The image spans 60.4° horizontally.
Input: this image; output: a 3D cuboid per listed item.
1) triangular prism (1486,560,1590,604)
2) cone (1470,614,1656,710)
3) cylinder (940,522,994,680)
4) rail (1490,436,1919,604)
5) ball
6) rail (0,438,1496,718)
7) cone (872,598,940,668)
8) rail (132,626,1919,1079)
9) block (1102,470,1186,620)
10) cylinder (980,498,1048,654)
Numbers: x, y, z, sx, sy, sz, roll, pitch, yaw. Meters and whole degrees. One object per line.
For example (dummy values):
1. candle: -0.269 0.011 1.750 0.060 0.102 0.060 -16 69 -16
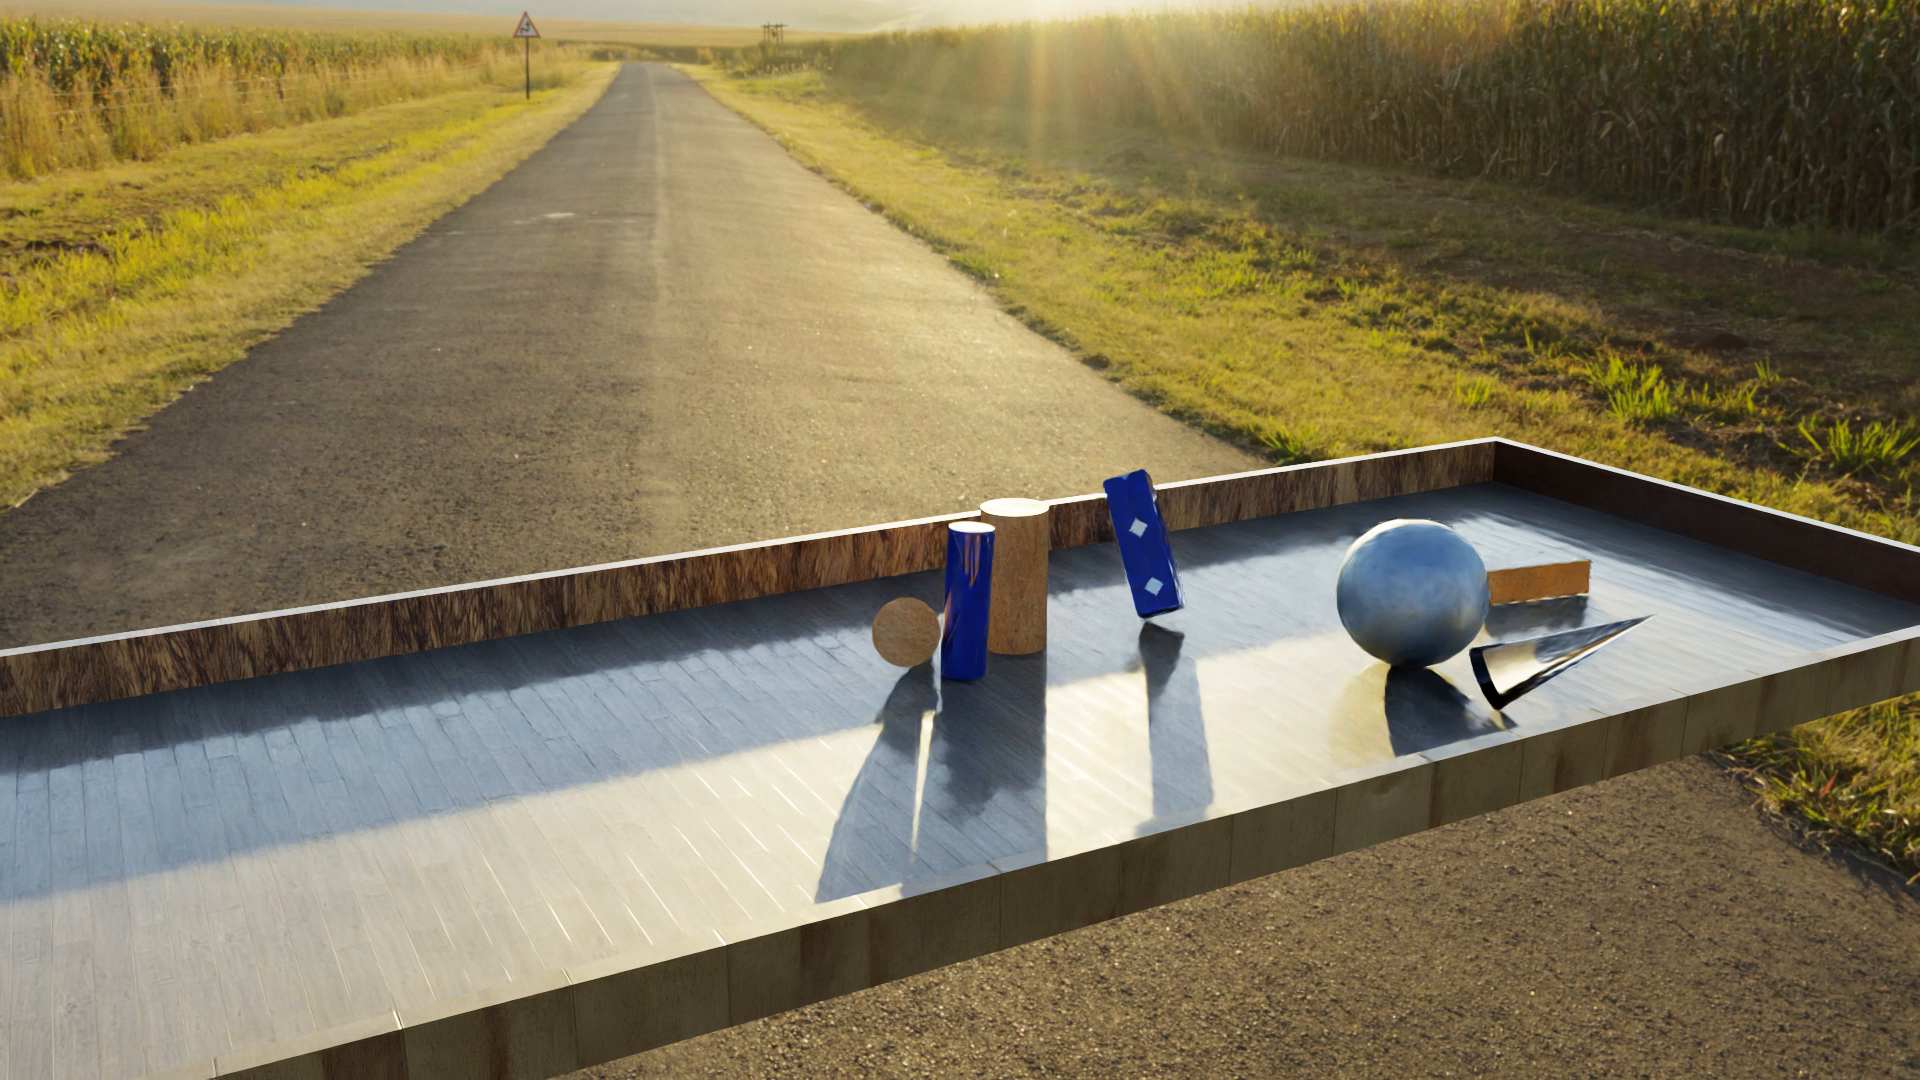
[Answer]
1. triangular prism: 1.646 0.106 4.764 0.379 0.088 0.102 -5 44 -17
2. cone: 1.431 0.252 3.873 0.421 0.161 0.161 -26 4 27
3. cylinder: 0.018 0.153 4.150 0.116 0.379 0.116 3 13 -1
4. rail: 2.466 -0.048 5.253 0.050 0.150 2.100 -9 18 -27
5. ball: 1.155 0.135 4.216 0.382 0.382 0.382 0 16 0
6. rail: -3.305 0.497 3.399 12.000 0.150 0.050 -9 18 -27
7. cone: -0.107 0.247 4.289 0.175 0.175 0.347 3 -5 9
8. rail: -2.336 1.006 1.665 12.000 0.150 0.050 -9 18 -27
9. block: 0.511 0.013 4.566 0.119 0.387 0.119 -16 -12 14
10. cylinder: 0.143 0.095 4.362 0.179 0.378 0.179 0 16 0
